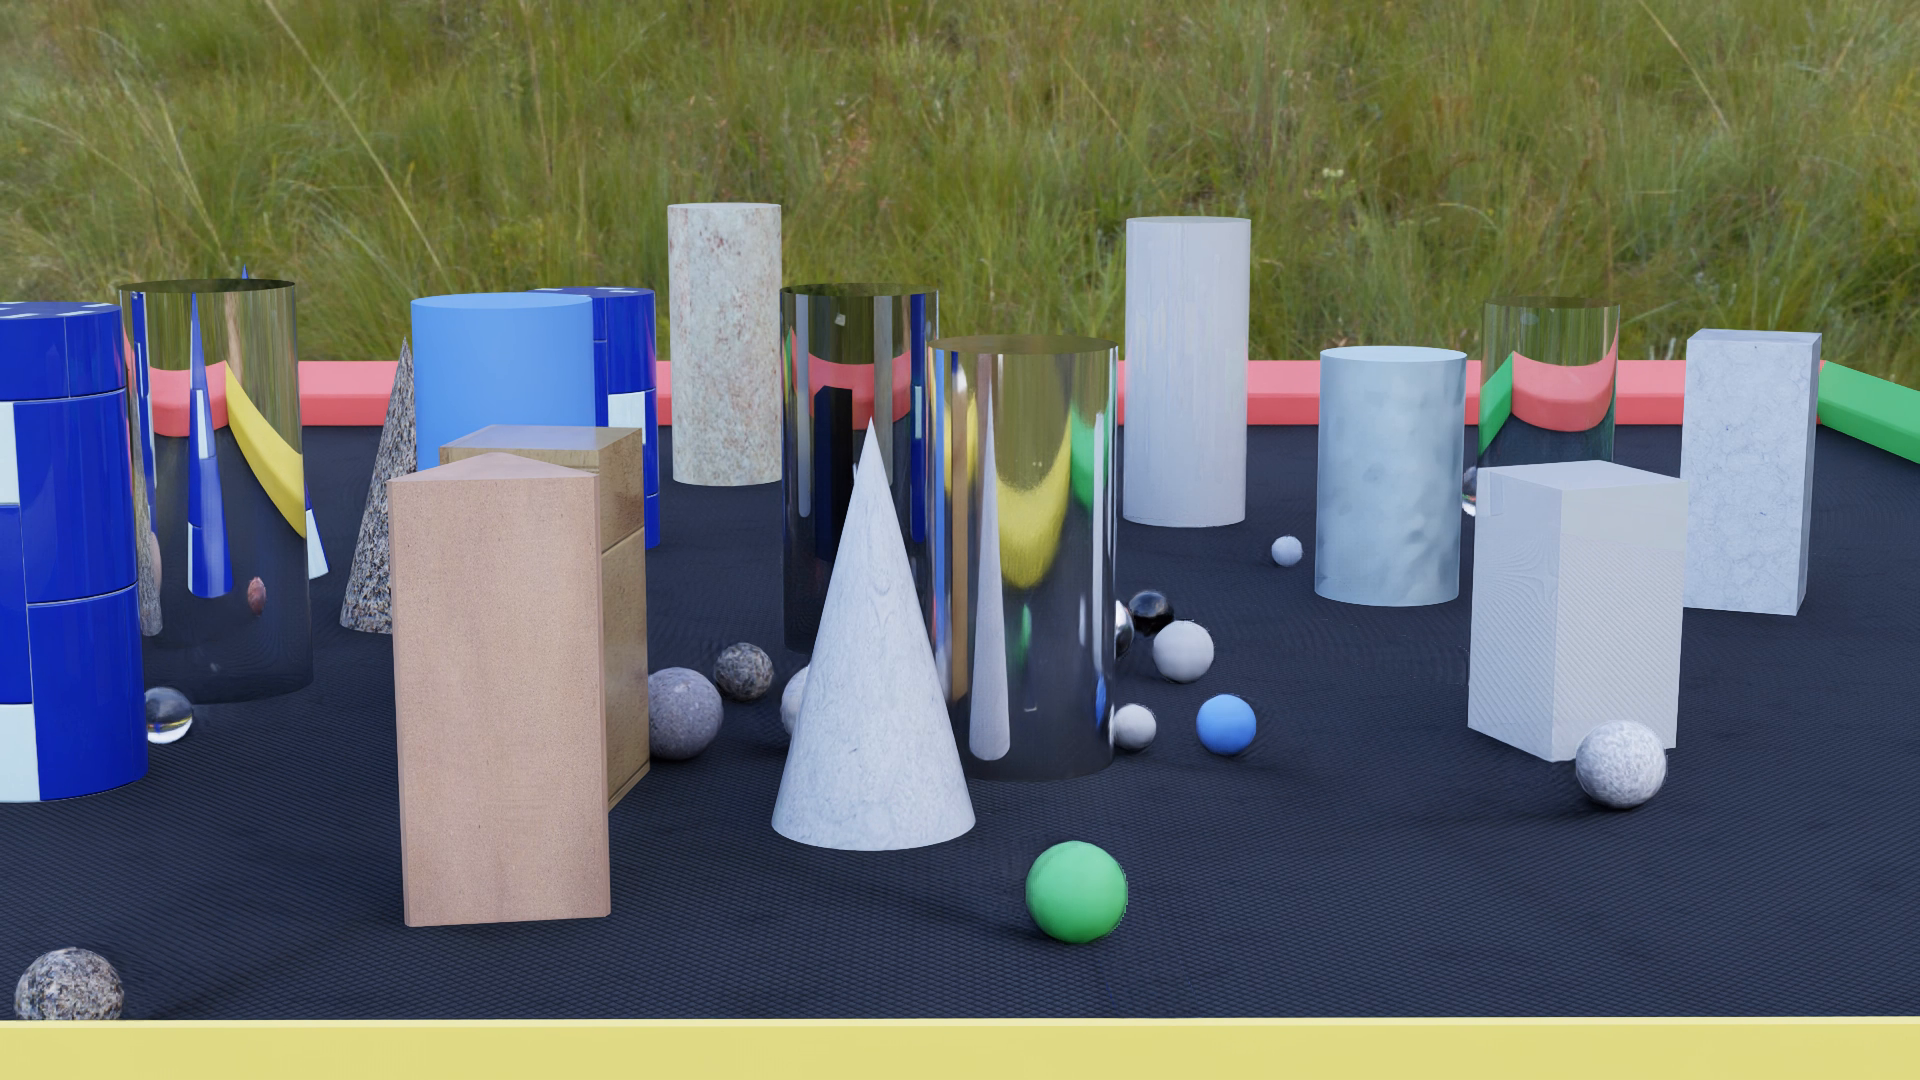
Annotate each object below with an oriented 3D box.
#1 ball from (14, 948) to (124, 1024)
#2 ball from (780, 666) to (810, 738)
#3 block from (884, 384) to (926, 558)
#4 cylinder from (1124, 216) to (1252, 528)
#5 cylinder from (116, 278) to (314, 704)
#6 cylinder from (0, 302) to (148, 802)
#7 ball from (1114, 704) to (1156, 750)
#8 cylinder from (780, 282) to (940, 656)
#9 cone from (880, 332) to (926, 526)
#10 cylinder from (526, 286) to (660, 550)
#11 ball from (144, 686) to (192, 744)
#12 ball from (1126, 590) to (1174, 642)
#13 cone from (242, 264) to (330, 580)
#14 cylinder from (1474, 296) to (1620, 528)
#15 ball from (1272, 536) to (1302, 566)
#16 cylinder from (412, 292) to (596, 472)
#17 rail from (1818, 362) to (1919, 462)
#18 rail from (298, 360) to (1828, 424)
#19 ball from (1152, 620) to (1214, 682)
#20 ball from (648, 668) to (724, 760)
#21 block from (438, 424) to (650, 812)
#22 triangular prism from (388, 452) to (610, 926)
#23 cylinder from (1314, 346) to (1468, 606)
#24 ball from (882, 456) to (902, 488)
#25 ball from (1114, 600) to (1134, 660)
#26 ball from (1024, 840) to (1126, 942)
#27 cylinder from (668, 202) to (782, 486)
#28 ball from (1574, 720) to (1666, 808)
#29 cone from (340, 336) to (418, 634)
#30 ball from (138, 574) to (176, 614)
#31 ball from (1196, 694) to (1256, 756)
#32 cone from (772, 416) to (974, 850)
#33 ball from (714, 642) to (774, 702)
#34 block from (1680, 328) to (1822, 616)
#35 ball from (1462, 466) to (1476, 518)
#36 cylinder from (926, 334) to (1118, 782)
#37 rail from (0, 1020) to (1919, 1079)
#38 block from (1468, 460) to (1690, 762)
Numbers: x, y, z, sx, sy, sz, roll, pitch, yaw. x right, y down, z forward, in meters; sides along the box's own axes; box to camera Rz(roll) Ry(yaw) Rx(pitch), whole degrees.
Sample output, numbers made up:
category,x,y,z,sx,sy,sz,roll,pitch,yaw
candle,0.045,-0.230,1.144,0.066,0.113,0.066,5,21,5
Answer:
category,x,y,z,sx,sy,sz,roll,pitch,yaw
ball,-0.666,0.344,1.919,0.078,0.078,0.078,0,10,0
ball,-0.142,0.180,2.744,0.100,0.100,0.100,0,10,0
block,-0.027,-0.110,3.918,0.160,0.242,0.160,-1,11,-8
cylinder,0.366,-0.276,4.156,0.200,0.483,0.200,0,10,0
cylinder,-0.875,-0.062,3.021,0.200,0.475,0.200,0,10,0
cylinder,-0.947,0.007,2.622,0.200,0.484,0.200,0,10,0
ball,0.186,0.202,2.762,0.049,0.049,0.049,0,10,0
cylinder,-0.125,-0.091,3.240,0.200,0.451,0.200,0,10,0
cone,-0.066,-0.189,4.176,0.200,0.305,0.200,0,10,0
cylinder,-0.563,-0.185,3.928,0.200,0.388,0.200,0,10,0
ball,-0.867,0.190,2.789,0.063,0.063,0.063,0,10,0
ball,0.242,0.098,3.286,0.065,0.065,0.065,0,10,0
cone,-1.019,-0.174,3.694,0.200,0.451,0.200,0,10,0
cylinder,0.878,-0.166,3.845,0.200,0.380,0.200,0,10,0
ball,0.482,0.016,3.778,0.046,0.046,0.046,0,10,0
cylinder,-0.511,-0.037,2.907,0.200,0.468,0.200,0,10,0
rail,1.764,0.032,3.459,0.045,0.130,3.689,0,10,0
rail,-0.010,-0.298,5.239,3.576,0.130,0.045,0,10,0
ball,0.267,0.133,3.069,0.074,0.074,0.074,0,10,0
ball,-0.300,0.184,2.725,0.098,0.098,0.098,0,10,0
block,-0.415,0.075,2.589,0.160,0.362,0.160,1,11,8
triangular prism,-0.402,0.125,2.253,0.173,0.386,0.150,-2,11,-9
cylinder,0.598,-0.092,3.569,0.200,0.335,0.200,0,10,0
ball,-0.128,-0.117,4.464,0.058,0.058,0.058,0,10,0
ball,0.172,0.110,3.163,0.085,0.085,0.085,0,10,0
ball,0.097,0.296,2.157,0.085,0.085,0.085,0,10,0
cylinder,-0.415,-0.351,4.560,0.200,0.483,0.200,0,10,0
ball,0.655,0.223,2.546,0.088,0.088,0.088,0,10,0
cone,-0.728,-0.083,3.397,0.200,0.380,0.200,0,10,0
ball,-1.083,0.072,3.456,0.053,0.053,0.053,0,10,0
ball,0.284,0.198,2.742,0.065,0.065,0.065,0,10,0
cone,-0.085,0.078,2.474,0.200,0.398,0.200,0,10,0
ball,-0.251,0.154,2.973,0.069,0.069,0.069,0,10,0
block,1.079,-0.097,3.513,0.160,0.365,0.160,4,11,22
ball,0.854,-0.079,4.165,0.093,0.093,0.093,0,10,0
cylinder,0.065,0.014,2.699,0.200,0.442,0.200,0,10,0
rail,0.010,0.364,1.658,3.576,0.130,0.045,0,10,0
block,0.671,0.073,2.794,0.160,0.292,0.160,-4,11,-21
